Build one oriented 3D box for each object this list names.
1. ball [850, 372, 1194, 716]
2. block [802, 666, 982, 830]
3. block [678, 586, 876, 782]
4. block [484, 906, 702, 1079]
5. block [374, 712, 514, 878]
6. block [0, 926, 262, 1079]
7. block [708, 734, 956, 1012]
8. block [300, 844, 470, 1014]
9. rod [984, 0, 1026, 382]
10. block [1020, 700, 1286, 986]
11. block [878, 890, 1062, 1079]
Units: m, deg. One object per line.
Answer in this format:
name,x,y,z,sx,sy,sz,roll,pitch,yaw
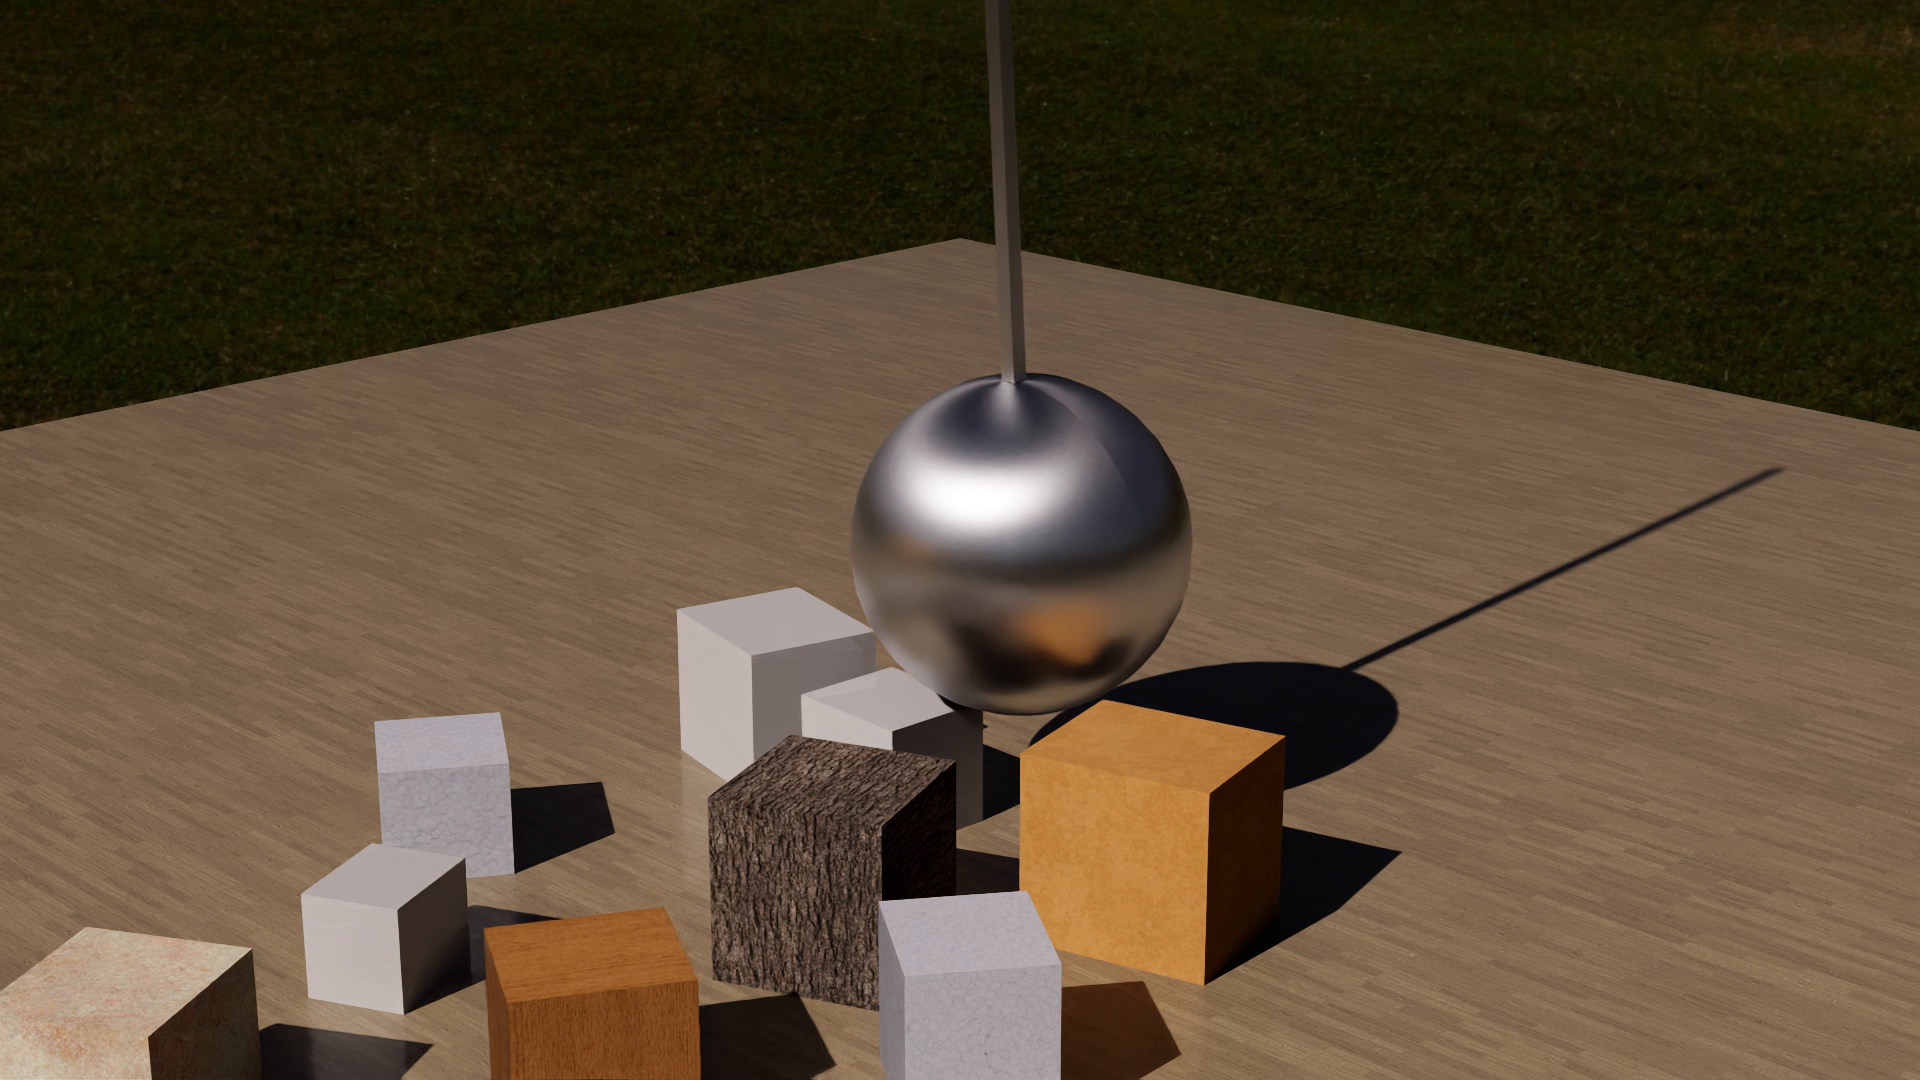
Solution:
ball,0.285,0.018,13.646,1.600,1.600,1.600,0,17,0
block,-0.324,1.042,14.014,0.572,0.610,0.656,-15,23,-40
block,-0.918,0.757,14.677,0.687,0.754,0.808,-10,20,-30
block,-1.415,1.884,11.264,0.713,0.651,0.672,-5,18,-15
block,-2.401,1.194,13.634,0.586,0.547,0.662,-4,18,-11
block,-3.107,1.962,10.899,0.706,0.721,0.752,5,18,15
block,-0.532,1.404,12.491,0.791,0.832,0.783,7,19,22
block,-2.413,1.633,12.360,0.454,0.474,0.560,6,19,19
rod,0.123,-3.170,12.475,0.080,5.200,0.080,17,28,42
block,0.836,1.297,12.761,0.895,0.873,0.759,10,20,29
block,0.030,1.832,11.382,0.598,0.679,0.677,-3,18,-9
